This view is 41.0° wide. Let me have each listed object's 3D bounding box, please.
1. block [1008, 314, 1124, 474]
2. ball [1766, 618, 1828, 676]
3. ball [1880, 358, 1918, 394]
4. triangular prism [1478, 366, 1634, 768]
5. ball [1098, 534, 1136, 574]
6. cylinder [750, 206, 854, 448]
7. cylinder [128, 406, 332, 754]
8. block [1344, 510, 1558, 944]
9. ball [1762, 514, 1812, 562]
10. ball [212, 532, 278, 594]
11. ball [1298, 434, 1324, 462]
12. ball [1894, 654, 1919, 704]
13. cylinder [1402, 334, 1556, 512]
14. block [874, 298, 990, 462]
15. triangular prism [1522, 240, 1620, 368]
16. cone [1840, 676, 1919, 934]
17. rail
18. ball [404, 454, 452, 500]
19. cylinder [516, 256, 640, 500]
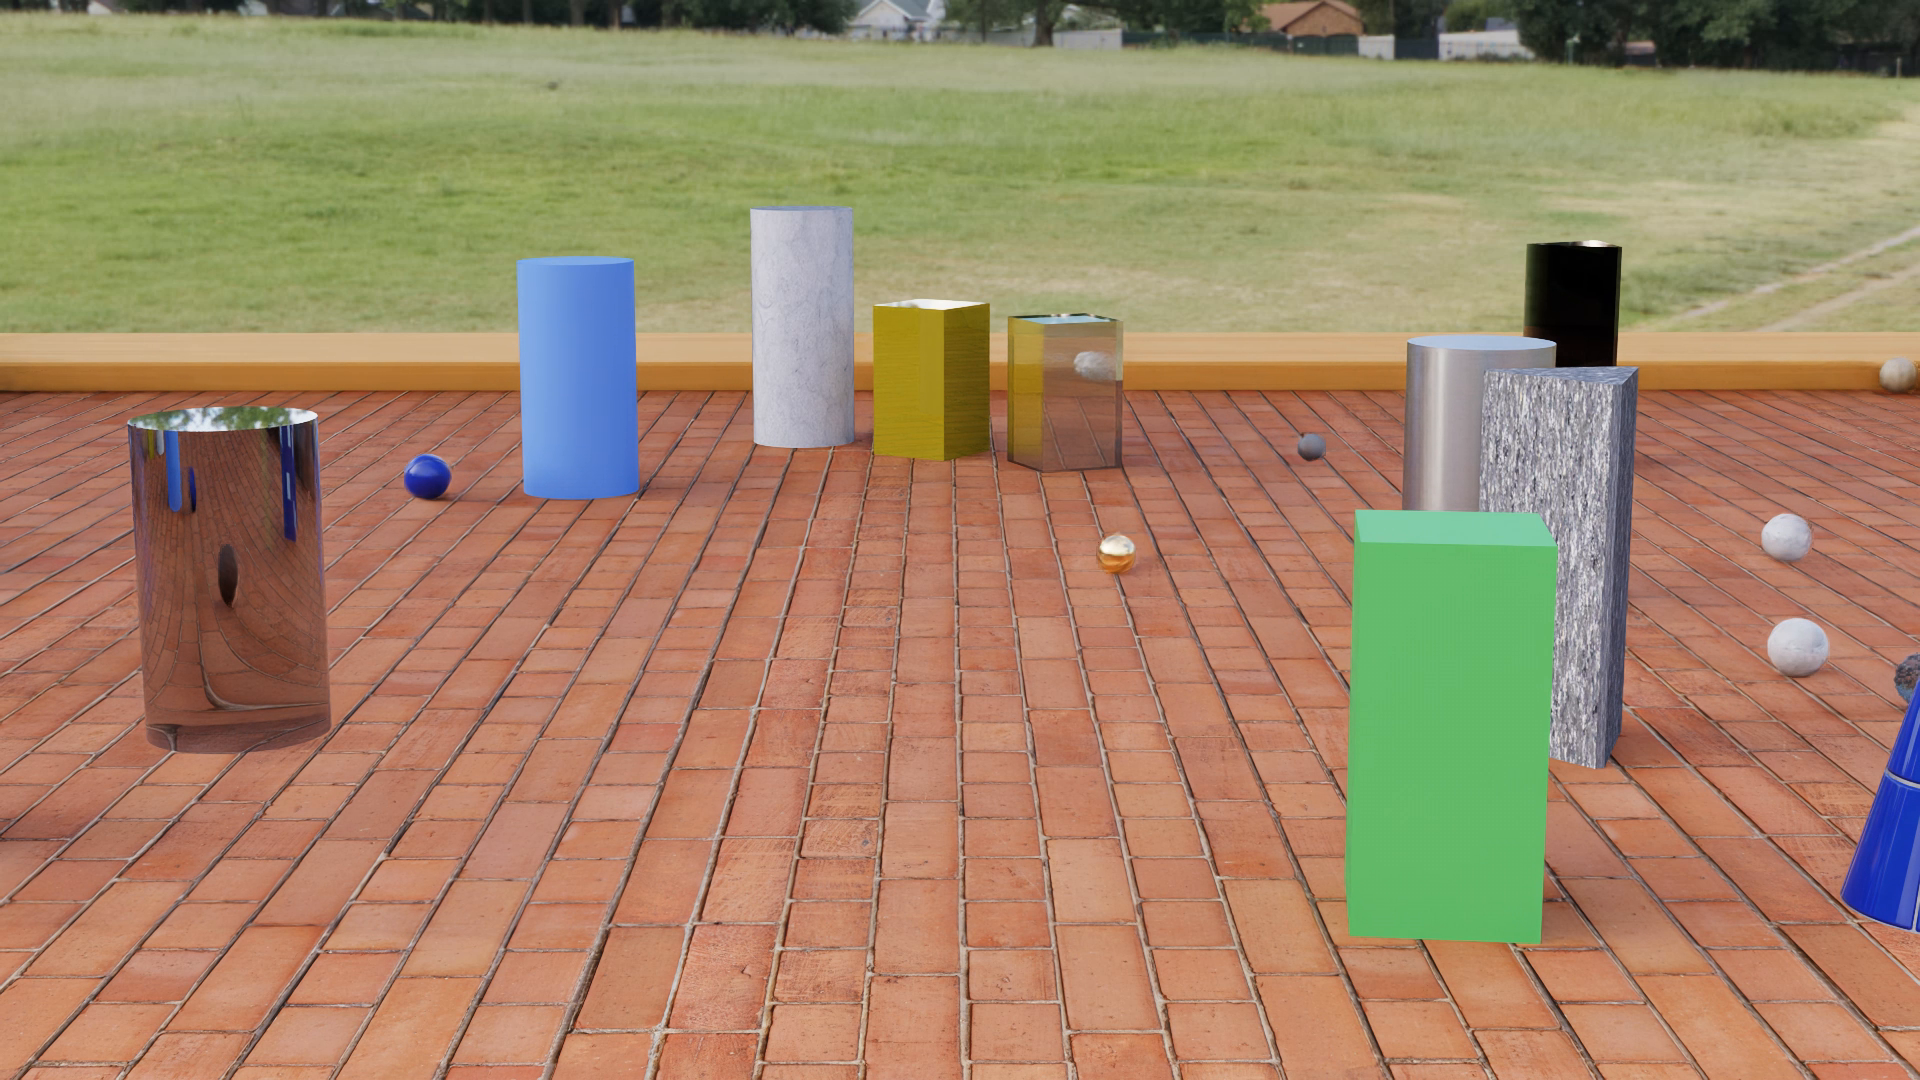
[{"bbox_3d":[0.192,-0.272,4.718,0.159,0.270,0.159,-4,11,-23],"label":"block"},{"bbox_3d":[1.011,0.129,3.096,0.071,0.071,0.071,0,10,0],"label":"ball"},{"bbox_3d":[2.105,-0.368,5.756,0.081,0.081,0.081,0,10,0],"label":"ball"},{"bbox_3d":[0.673,0.020,2.766,0.149,0.405,0.172,-9,14,-39],"label":"triangular prism"},{"bbox_3d":[0.228,0.020,3.723,0.057,0.057,0.057,0,10,0],"label":"ball"},{"bbox_3d":[-0.307,-0.419,5.007,0.199,0.454,0.199,0,10,0],"label":"cylinder"},{"bbox_3d":[-0.799,0.040,2.815,0.199,0.349,0.199,0,10,0],"label":"cylinder"},{"bbox_3d":[0.419,0.156,2.211,0.159,0.340,0.159,1,11,7],"label":"block"},{"bbox_3d":[1.227,-0.003,3.808,0.072,0.072,0.072,0,10,0],"label":"ball"},{"bbox_3d":[-0.996,0.033,3.574,0.087,0.087,0.087,0,10,0],"label":"ball"},{"bbox_3d":[0.654,-0.172,4.782,0.051,0.051,0.051,0,10,0],"label":"ball"},{"bbox_3d":[1.107,0.161,2.947,0.062,0.062,0.062,0,10,0],"label":"ball"},{"bbox_3d":[0.707,-0.093,3.514,0.199,0.356,0.199,0,10,0],"label":"cylinder"},{"bbox_3d":[-0.053,-0.306,4.866,0.159,0.283,0.159,7,12,32],"label":"block"},{"bbox_3d":[1.143,-0.344,4.731,0.172,0.406,0.149,6,12,29],"label":"triangular prism"},{"bbox_3d":[0.878,0.136,2.220,0.199,0.377,0.199,0,10,0],"label":"cone"},{"bbox_3d":[-0.014,-0.401,5.796,4.472,0.129,0.045,0,10,0],"label":"rail"},{"bbox_3d":[-0.904,-0.108,4.360,0.077,0.077,0.077,0,10,0],"label":"ball"},{"bbox_3d":[-0.658,-0.282,4.424,0.199,0.397,0.199,0,10,0],"label":"cylinder"}]
